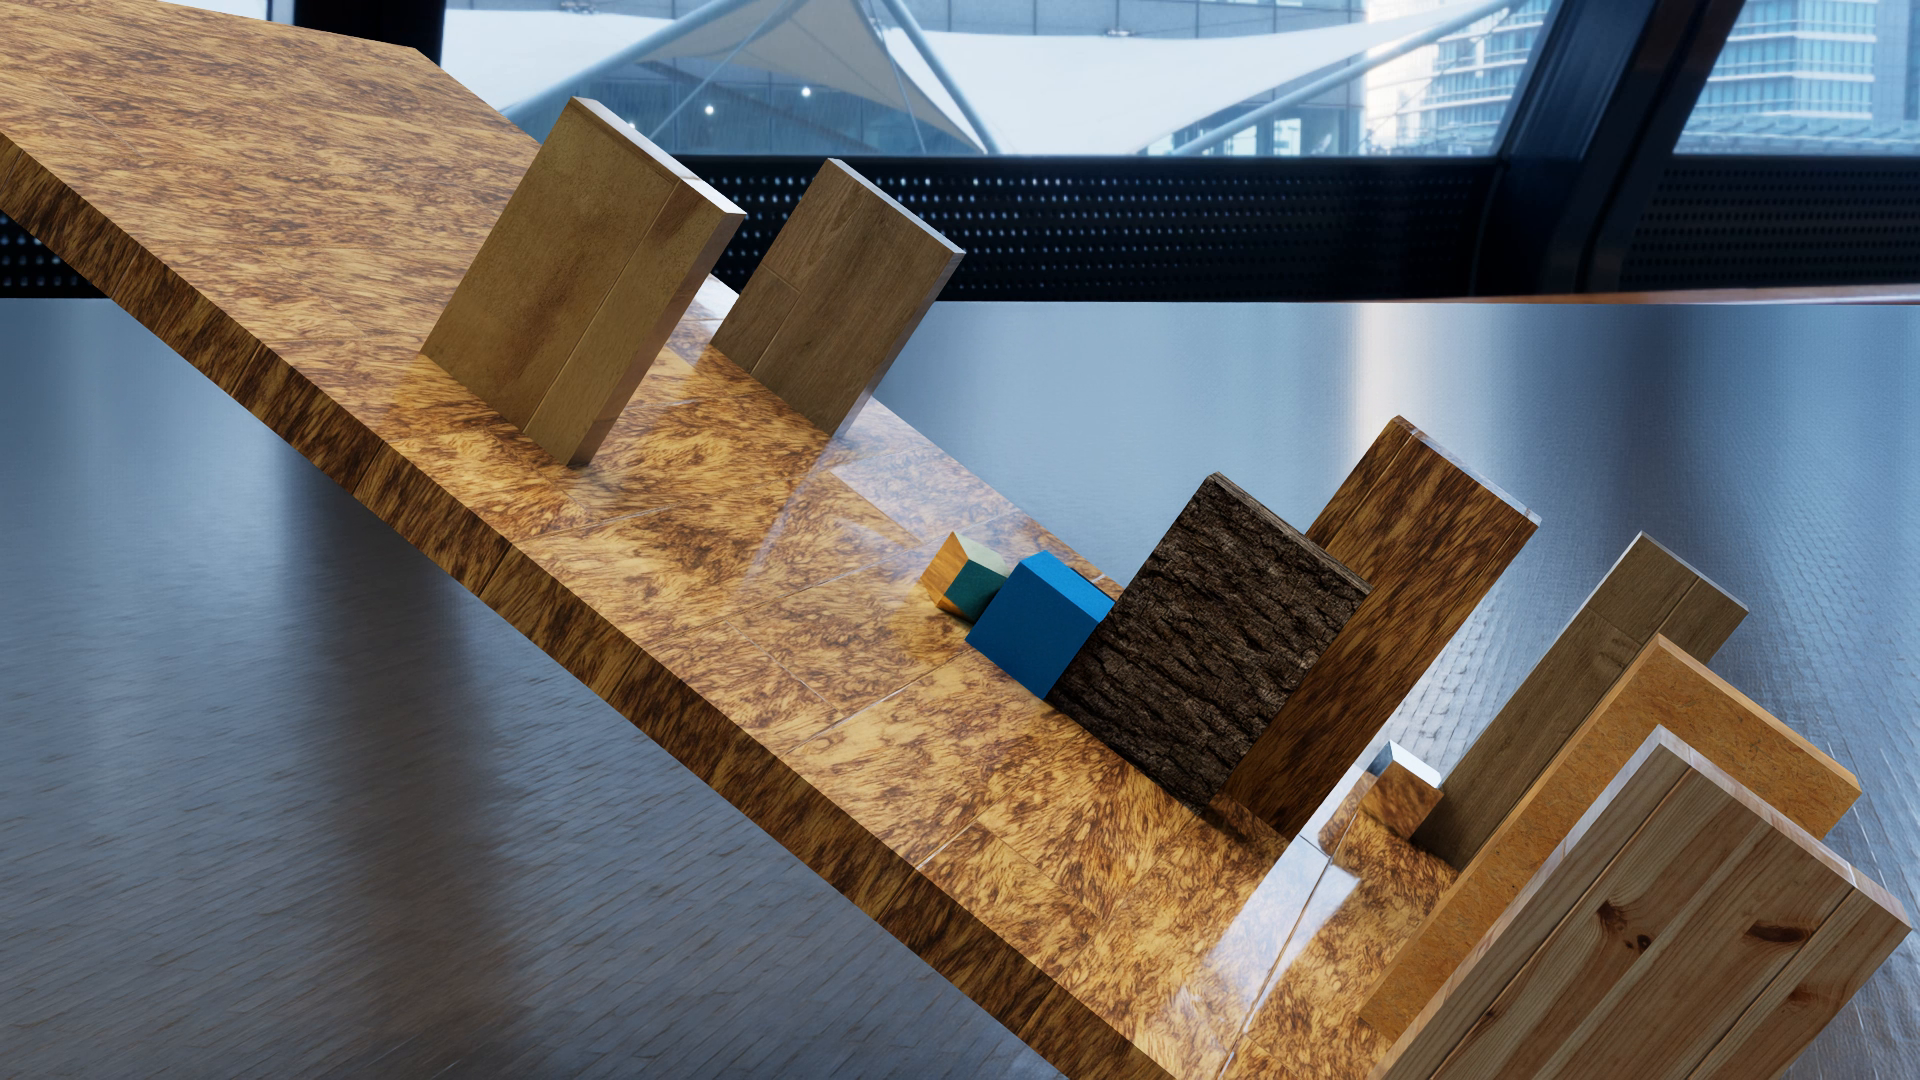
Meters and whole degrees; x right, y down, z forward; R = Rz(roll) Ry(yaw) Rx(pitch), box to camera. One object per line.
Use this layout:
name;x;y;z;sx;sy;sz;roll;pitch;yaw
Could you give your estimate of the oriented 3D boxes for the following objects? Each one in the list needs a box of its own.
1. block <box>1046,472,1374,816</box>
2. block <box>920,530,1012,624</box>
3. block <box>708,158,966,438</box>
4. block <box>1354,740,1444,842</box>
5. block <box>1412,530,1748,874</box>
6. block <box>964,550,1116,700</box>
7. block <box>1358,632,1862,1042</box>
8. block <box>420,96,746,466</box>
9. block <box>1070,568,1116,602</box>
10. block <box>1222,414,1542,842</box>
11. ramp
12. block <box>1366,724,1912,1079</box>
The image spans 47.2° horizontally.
block;0.447;0.186;3.960;0.347;0.507;0.104;38;16;10
block;0.015;0.075;4.138;0.113;0.113;0.113;27;17;-28
block;-0.261;-0.508;4.629;0.339;0.471;0.081;38;16;10
block;0.927;0.528;4.649;0.129;0.129;0.129;34;15;-2
block;1.277;0.375;4.581;0.258;0.793;0.092;38;16;10
block;0.155;0.155;4.062;0.181;0.181;0.181;38;16;10
block;1.021;0.570;3.506;0.367;0.774;0.122;38;16;10
block;-0.616;-0.417;3.572;0.321;0.497;0.087;38;16;10
block;0.213;0.164;4.219;0.147;0.147;0.147;37;16;9
block;0.723;0.167;4.131;0.325;0.751;0.139;38;16;10
ramp;-0.087;0.158;4.080;4.000;0.100;2.000;38;16;10
block;0.869;0.663;2.971;0.382;0.743;0.130;38;16;10
